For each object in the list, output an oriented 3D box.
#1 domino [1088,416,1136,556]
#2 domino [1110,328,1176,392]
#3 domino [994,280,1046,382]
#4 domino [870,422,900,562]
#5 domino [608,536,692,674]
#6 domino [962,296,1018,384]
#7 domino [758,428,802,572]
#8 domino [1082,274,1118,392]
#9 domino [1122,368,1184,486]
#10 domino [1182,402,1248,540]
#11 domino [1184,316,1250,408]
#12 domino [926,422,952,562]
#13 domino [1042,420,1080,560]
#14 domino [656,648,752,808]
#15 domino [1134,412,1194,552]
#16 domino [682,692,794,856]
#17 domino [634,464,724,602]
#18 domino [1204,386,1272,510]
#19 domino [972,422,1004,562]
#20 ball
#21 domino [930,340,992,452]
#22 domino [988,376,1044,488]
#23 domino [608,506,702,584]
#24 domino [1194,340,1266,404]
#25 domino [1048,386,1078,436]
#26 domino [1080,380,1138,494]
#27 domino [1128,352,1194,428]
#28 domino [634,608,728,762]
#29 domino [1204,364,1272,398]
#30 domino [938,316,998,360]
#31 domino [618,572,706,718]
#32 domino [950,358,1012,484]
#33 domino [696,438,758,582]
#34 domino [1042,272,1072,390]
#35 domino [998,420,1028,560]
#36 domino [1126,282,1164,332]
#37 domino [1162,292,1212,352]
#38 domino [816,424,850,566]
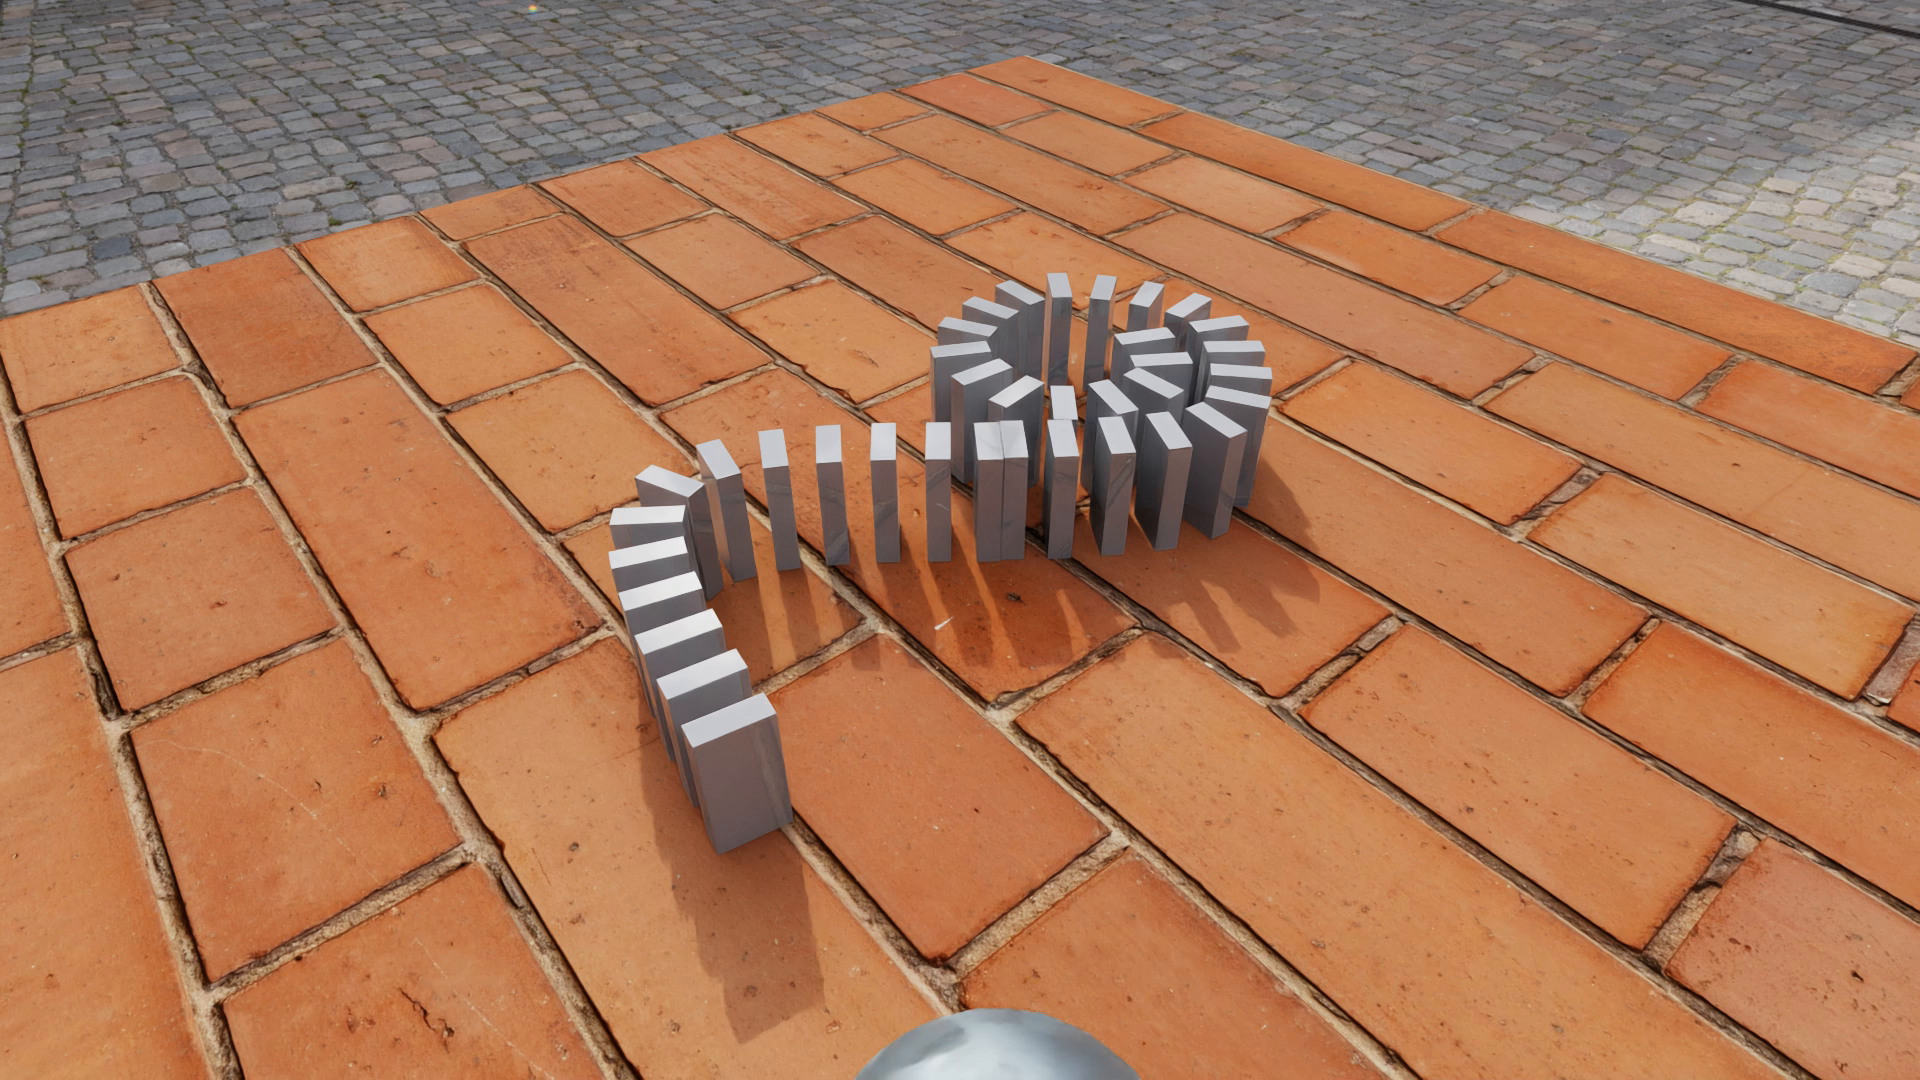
[{"bbox_3d":[0.060,-0.021,0.437,0.009,0.050,0.025,-4,39,-5],"label":"domino"},{"bbox_3d":[0.081,-0.070,0.497,0.025,0.050,0.009,-10,40,-12],"label":"domino"},{"bbox_3d":[0.028,-0.096,0.529,0.009,0.050,0.025,-27,46,-29],"label":"domino"},{"bbox_3d":[-0.029,-0.018,0.434,0.009,0.050,0.025,-1,39,-2],"label":"domino"},{"bbox_3d":[-0.104,0.023,0.383,0.025,0.050,0.009,-13,41,-15],"label":"domino"},{"bbox_3d":[0.014,-0.087,0.517,0.025,0.050,0.009,25,45,27],"label":"domino"},{"bbox_3d":[-0.070,-0.015,0.430,0.010,0.050,0.025,-8,40,-9],"label":"domino"},{"bbox_3d":[0.068,-0.100,0.533,0.009,0.050,0.025,9,40,11],"label":"domino"},{"bbox_3d":[0.079,-0.045,0.467,0.009,0.050,0.025,-30,48,-31],"label":"domino"},{"bbox_3d":[0.100,-0.028,0.445,0.010,0.050,0.025,-23,44,-25],"label":"domino"},{"bbox_3d":[0.115,-0.077,0.506,0.025,0.050,0.009,-10,40,-12],"label":"domino"},{"bbox_3d":[-0.008,-0.019,0.434,0.010,0.050,0.025,0,39,0],"label":"domino"},{"bbox_3d":[0.039,-0.020,0.436,0.010,0.050,0.025,-2,39,-2],"label":"domino"},{"bbox_3d":[-0.076,0.059,0.340,0.025,0.050,0.010,-21,44,-24],"label":"domino"},{"bbox_3d":[0.081,-0.023,0.440,0.009,0.050,0.025,-8,40,-10],"label":"domino"},{"bbox_3d":[-0.065,0.070,0.326,0.025,0.050,0.009,-20,44,-23],"label":"domino"},{"bbox_3d":[-0.105,-0.002,0.414,0.025,0.050,0.010,19,43,22],"label":"domino"},{"bbox_3d":[0.112,-0.038,0.458,0.025,0.050,0.010,14,41,17],"label":"domino"},{"bbox_3d":[0.011,-0.018,0.434,0.010,0.050,0.025,-2,39,-2],"label":"domino"},{"bbox_3d":[0.008,0.137,0.220,0.080,0.080,0.080,0,39,0],"label":"ball"},{"bbox_3d":[0.000,-0.063,0.488,0.025,0.050,0.009,-8,40,-10],"label":"domino"},{"bbox_3d":[0.023,-0.041,0.462,0.009,0.050,0.025,28,47,30],"label":"domino"},{"bbox_3d":[-0.109,0.011,0.398,0.025,0.050,0.009,-3,39,-3],"label":"domino"},{"bbox_3d":[0.118,-0.064,0.490,0.025,0.050,0.009,-1,39,-1],"label":"domino"},{"bbox_3d":[0.042,-0.036,0.455,0.010,0.050,0.025,0,39,0],"label":"domino"},{"bbox_3d":[0.062,-0.038,0.458,0.009,0.050,0.025,-15,42,-17],"label":"domino"},{"bbox_3d":[0.085,-0.057,0.481,0.025,0.050,0.010,-4,39,-5],"label":"domino"},{"bbox_3d":[-0.086,0.047,0.354,0.025,0.050,0.009,-20,43,-22],"label":"domino"},{"bbox_3d":[0.117,-0.051,0.474,0.025,0.050,0.010,5,40,6],"label":"domino"},{"bbox_3d":[0.003,-0.075,0.503,0.025,0.050,0.009,15,42,18],"label":"domino"},{"bbox_3d":[-0.096,0.036,0.368,0.025,0.050,0.010,-17,42,-20],"label":"domino"},{"bbox_3d":[0.009,-0.051,0.473,0.025,0.050,0.009,-24,45,-26],"label":"domino"},{"bbox_3d":[-0.090,-0.011,0.425,0.010,0.050,0.025,-19,43,-21],"label":"domino"},{"bbox_3d":[0.047,-0.101,0.535,0.010,0.050,0.025,-2,39,-2],"label":"domino"},{"bbox_3d":[0.020,-0.019,0.435,0.009,0.050,0.025,-2,39,-2],"label":"domino"},{"bbox_3d":[0.087,-0.095,0.528,0.009,0.050,0.025,16,42,19],"label":"domino"},{"bbox_3d":[0.105,-0.088,0.519,0.009,0.050,0.025,29,48,31],"label":"domino"},{"bbox_3d":[-0.050,-0.017,0.433,0.009,0.050,0.025,-4,39,-5],"label":"domino"}]
